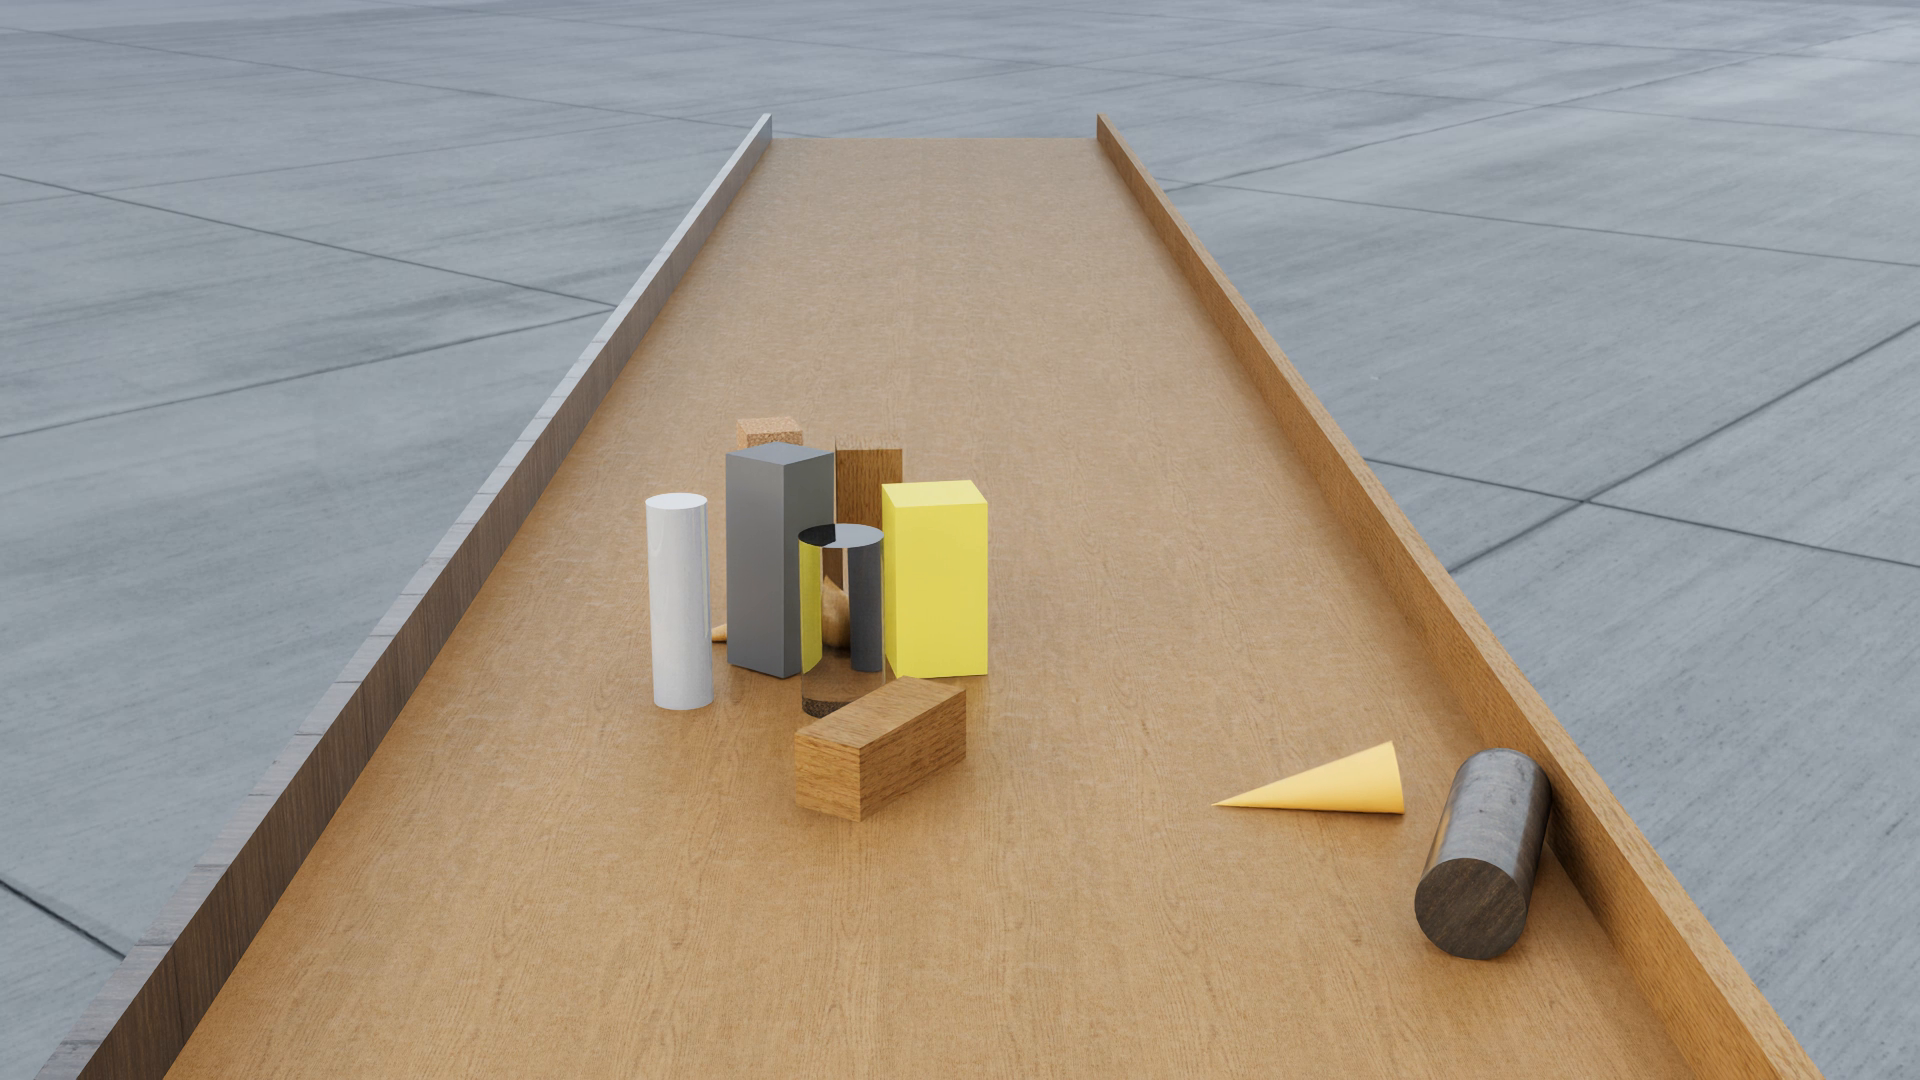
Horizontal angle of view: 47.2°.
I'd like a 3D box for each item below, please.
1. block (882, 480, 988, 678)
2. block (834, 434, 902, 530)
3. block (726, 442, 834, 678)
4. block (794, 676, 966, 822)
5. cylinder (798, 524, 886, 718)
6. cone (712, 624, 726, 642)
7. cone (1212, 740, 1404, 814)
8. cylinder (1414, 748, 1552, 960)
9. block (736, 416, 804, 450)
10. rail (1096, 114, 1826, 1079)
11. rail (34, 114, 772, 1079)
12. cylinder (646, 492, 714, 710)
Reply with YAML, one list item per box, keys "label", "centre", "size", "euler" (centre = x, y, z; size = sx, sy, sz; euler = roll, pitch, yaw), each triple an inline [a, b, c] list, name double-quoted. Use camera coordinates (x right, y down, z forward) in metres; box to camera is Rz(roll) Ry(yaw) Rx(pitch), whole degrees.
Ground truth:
- label: "block"
  centre: [-0.051, 0.077, 4.353]
  size: [0.180, 0.349, 0.180]
  euler: [-3, 16, -10]
- label: "block"
  centre: [-0.191, -0.024, 4.641]
  size: [0.135, 0.379, 0.135]
  euler: [-1, 17, -5]
- label: "block"
  centre: [-0.355, 0.036, 4.346]
  size: [0.150, 0.428, 0.150]
  euler: [12, 18, 35]
- label: "block"
  centre: [-0.133, 0.356, 3.799]
  size: [0.132, 0.132, 0.330]
  euler: [10, 19, 31]
- label: "cylinder"
  centre: [-0.220, 0.153, 4.123]
  size: [0.160, 0.336, 0.160]
  euler: [0, 17, 0]
- label: "cone"
  centre: [-0.368, 0.170, 4.528]
  size: [0.450, 0.148, 0.148]
  euler: [-11, 17, -3]
- label: "cone"
  centre: [0.578, 0.422, 3.700]
  size: [0.316, 0.122, 0.122]
  euler: [-10, 16, 7]
- label: "cylinder"
  centre: [0.806, 0.471, 3.364]
  size: [0.159, 0.159, 0.443]
  euler: [6, 17, 18]
- label: "block"
  centre: [-0.391, -0.029, 4.558]
  size: [0.115, 0.433, 0.115]
  euler: [-5, 19, -15]
- label: "rail"
  centre: [0.932, -0.844, 7.801]
  size: [0.050, 0.150, 12.000]
  euler: [0, 17, -1]
- label: "rail"
  centre: [-1.118, -0.838, 7.780]
  size: [0.050, 0.150, 12.000]
  euler: [0, 17, -1]
- label: "cylinder"
  centre: [-0.528, 0.116, 4.147]
  size: [0.114, 0.393, 0.114]
  euler: [0, 17, 0]
